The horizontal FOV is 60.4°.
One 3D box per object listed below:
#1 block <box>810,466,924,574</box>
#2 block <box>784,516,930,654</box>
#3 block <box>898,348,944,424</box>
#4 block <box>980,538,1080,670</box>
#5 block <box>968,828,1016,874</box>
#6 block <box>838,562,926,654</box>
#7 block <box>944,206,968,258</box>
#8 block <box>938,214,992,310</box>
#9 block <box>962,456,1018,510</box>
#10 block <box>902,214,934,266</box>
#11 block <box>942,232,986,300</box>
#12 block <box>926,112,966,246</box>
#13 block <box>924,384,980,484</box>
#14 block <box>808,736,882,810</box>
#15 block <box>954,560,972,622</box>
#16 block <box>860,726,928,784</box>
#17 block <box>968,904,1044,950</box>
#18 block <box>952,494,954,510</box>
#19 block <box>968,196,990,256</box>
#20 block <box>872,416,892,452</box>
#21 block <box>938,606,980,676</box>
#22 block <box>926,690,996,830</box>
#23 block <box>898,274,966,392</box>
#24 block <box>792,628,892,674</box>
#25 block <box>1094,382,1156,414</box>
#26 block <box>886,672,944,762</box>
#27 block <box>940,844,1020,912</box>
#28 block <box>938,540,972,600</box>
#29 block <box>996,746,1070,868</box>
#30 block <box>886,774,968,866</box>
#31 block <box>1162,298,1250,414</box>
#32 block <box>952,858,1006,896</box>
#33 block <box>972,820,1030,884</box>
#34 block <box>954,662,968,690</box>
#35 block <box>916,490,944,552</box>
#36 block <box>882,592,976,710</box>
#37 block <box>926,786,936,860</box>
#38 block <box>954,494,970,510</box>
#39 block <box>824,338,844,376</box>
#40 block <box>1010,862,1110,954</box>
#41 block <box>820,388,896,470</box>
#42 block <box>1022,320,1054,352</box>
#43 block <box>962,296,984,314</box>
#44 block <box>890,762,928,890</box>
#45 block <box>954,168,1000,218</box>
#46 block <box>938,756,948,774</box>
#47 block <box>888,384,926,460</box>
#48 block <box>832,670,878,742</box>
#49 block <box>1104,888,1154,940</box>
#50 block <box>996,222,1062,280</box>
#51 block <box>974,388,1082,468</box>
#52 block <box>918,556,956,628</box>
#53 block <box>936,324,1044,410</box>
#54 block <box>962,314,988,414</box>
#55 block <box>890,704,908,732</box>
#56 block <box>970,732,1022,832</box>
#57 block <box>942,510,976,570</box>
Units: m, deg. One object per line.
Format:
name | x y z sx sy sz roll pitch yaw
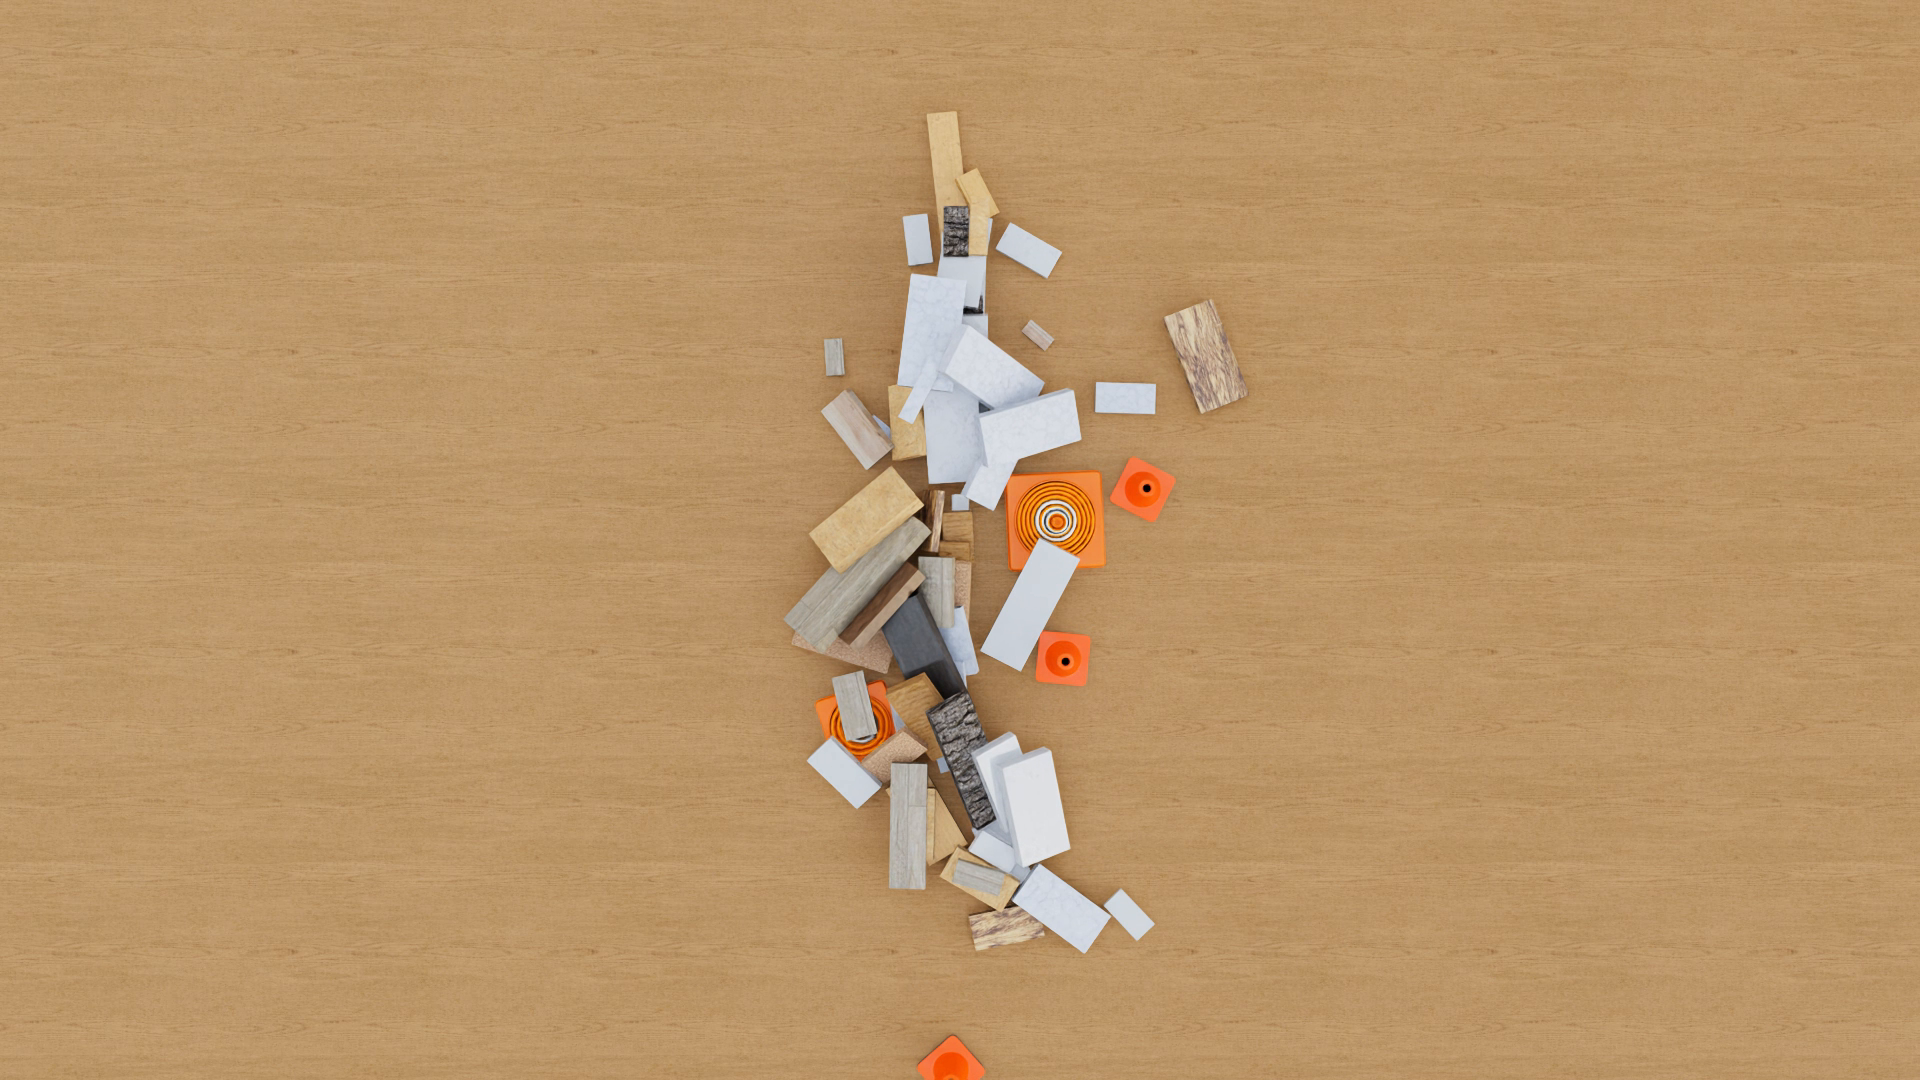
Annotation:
block | -0.309 -0.067 5.427 0.355 0.050 0.177 -39 54 0
block | -0.336 0.117 5.398 0.533 0.050 0.177 -48 54 -6
block | -0.118 -0.493 5.288 0.051 0.015 0.247 27 92 0
block | 0.231 0.212 5.446 0.150 0.043 0.423 27 99 -1
block | 0.116 1.025 5.434 0.161 0.023 0.081 32 90 -16
block | -0.276 0.200 5.383 0.330 0.165 0.047 -48 130 -6
block | -0.013 -1.001 5.354 0.081 0.023 0.163 0 87 -1
block | 0.009 -0.911 5.382 0.148 0.042 0.296 9 87 0
block | 0.110 -0.235 5.438 0.124 0.035 0.248 26 89 -34
block | -0.140 -0.998 5.488 0.081 0.023 0.163 -7 90 0
block | 0.010 -0.864 5.454 0.148 0.042 0.296 1 100 -1
block | -0.032 -1.152 5.486 0.099 0.028 0.536 -6 90 0
block | -0.025 -0.369 5.421 0.179 0.051 0.358 -4 107 1
block | -0.382 0.768 5.458 0.233 0.033 0.117 45 108 -4
block | -0.026 0.180 5.438 0.115 0.033 0.230 7 107 14
block | -0.215 0.706 5.423 0.106 0.030 0.212 39 118 -19
block | 0.155 1.281 5.483 0.233 0.033 0.117 -12 90 0
block | -0.002 -0.100 5.493 0.050 0.014 0.101 0 90 0
block | 0.062 -1.021 5.359 0.060 0.017 0.191 2 87 -1
block | -0.259 -0.355 5.491 0.121 0.017 0.060 40 90 0
block | -0.021 0.337 5.444 0.115 0.033 0.230 -10 102 19
block | 0.034 0.721 5.379 0.146 0.041 0.456 -28 112 -17
block | -0.090 -0.665 5.315 0.179 0.051 0.358 7 92 0
block | -0.376 0.315 5.477 0.330 0.047 0.165 17 90 0
block | 0.549 -0.471 5.486 0.198 0.028 0.099 2 90 0
block | -0.103 0.578 5.381 0.146 0.041 0.292 -25 113 21
block | 0.065 1.117 5.448 0.237 0.034 0.118 30 102 0
block | -0.015 0.102 5.450 0.101 0.029 0.202 1 106 10
block | 0.241 0.874 5.401 0.177 0.050 0.355 -17 106 -21
block | -0.110 0.916 5.479 0.146 0.041 0.292 -30 90 0
block | 0.816 -0.608 5.476 0.171 0.048 0.342 -22 90 0
block | 0.061 1.107 5.418 0.161 0.023 0.081 16 101 3
block | 0.141 1.039 5.483 0.117 0.033 0.233 -26 90 0
block | -0.016 0.472 5.447 0.072 0.020 0.144 -2 101 18
block | -0.098 -0.064 5.449 0.029 0.101 0.202 7 90 -30
block | -0.115 0.395 5.404 0.165 0.047 0.428 -22 96 23
block | -0.143 0.933 5.439 0.118 0.034 0.237 2 92 4
block | 0.003 -0.100 5.462 0.050 0.014 0.101 3 92 0
block | -0.418 -0.608 5.491 0.060 0.017 0.121 -4 90 0
block | 0.334 1.216 5.456 0.301 0.043 0.150 37 84 -6
block | -0.337 -0.367 5.454 0.124 0.035 0.248 -38 90 29
block | 0.259 -0.681 5.493 0.103 0.015 0.051 40 90 0
block | 0.005 -0.655 5.449 0.148 0.042 0.296 -2 102 0
block | -0.168 0.935 5.407 0.118 0.034 0.411 1 92 4
block | 0.056 -1.141 5.470 0.081 0.023 0.163 -29 96 -14
block | -0.054 0.719 5.493 0.052 0.015 0.104 -17 90 0
block | -0.174 -0.393 5.432 0.124 0.035 0.248 -9 82 42
block | -0.346 0.546 5.437 0.106 0.030 0.212 -14 81 2
block | 0.562 1.245 5.489 0.081 0.023 0.161 -44 90 0
block | 0.228 -0.962 5.486 0.198 0.028 0.099 30 90 0
block | 0.223 -0.367 5.395 0.342 0.048 0.171 -18 111 -18
block | -0.077 0.169 5.392 0.115 0.033 0.230 3 96 18
block | 0.102 -0.530 5.352 0.382 0.048 0.171 32 81 -39
block | 0.003 -0.560 5.416 0.179 0.051 0.358 -1 107 0
block | -0.167 0.593 5.469 0.106 0.030 0.212 -12 90 -18
block | 0.157 0.794 5.406 0.150 0.043 0.301 -27 112 -17
block | -0.004 0.003 5.457 0.101 0.029 0.202 -3 106 3
